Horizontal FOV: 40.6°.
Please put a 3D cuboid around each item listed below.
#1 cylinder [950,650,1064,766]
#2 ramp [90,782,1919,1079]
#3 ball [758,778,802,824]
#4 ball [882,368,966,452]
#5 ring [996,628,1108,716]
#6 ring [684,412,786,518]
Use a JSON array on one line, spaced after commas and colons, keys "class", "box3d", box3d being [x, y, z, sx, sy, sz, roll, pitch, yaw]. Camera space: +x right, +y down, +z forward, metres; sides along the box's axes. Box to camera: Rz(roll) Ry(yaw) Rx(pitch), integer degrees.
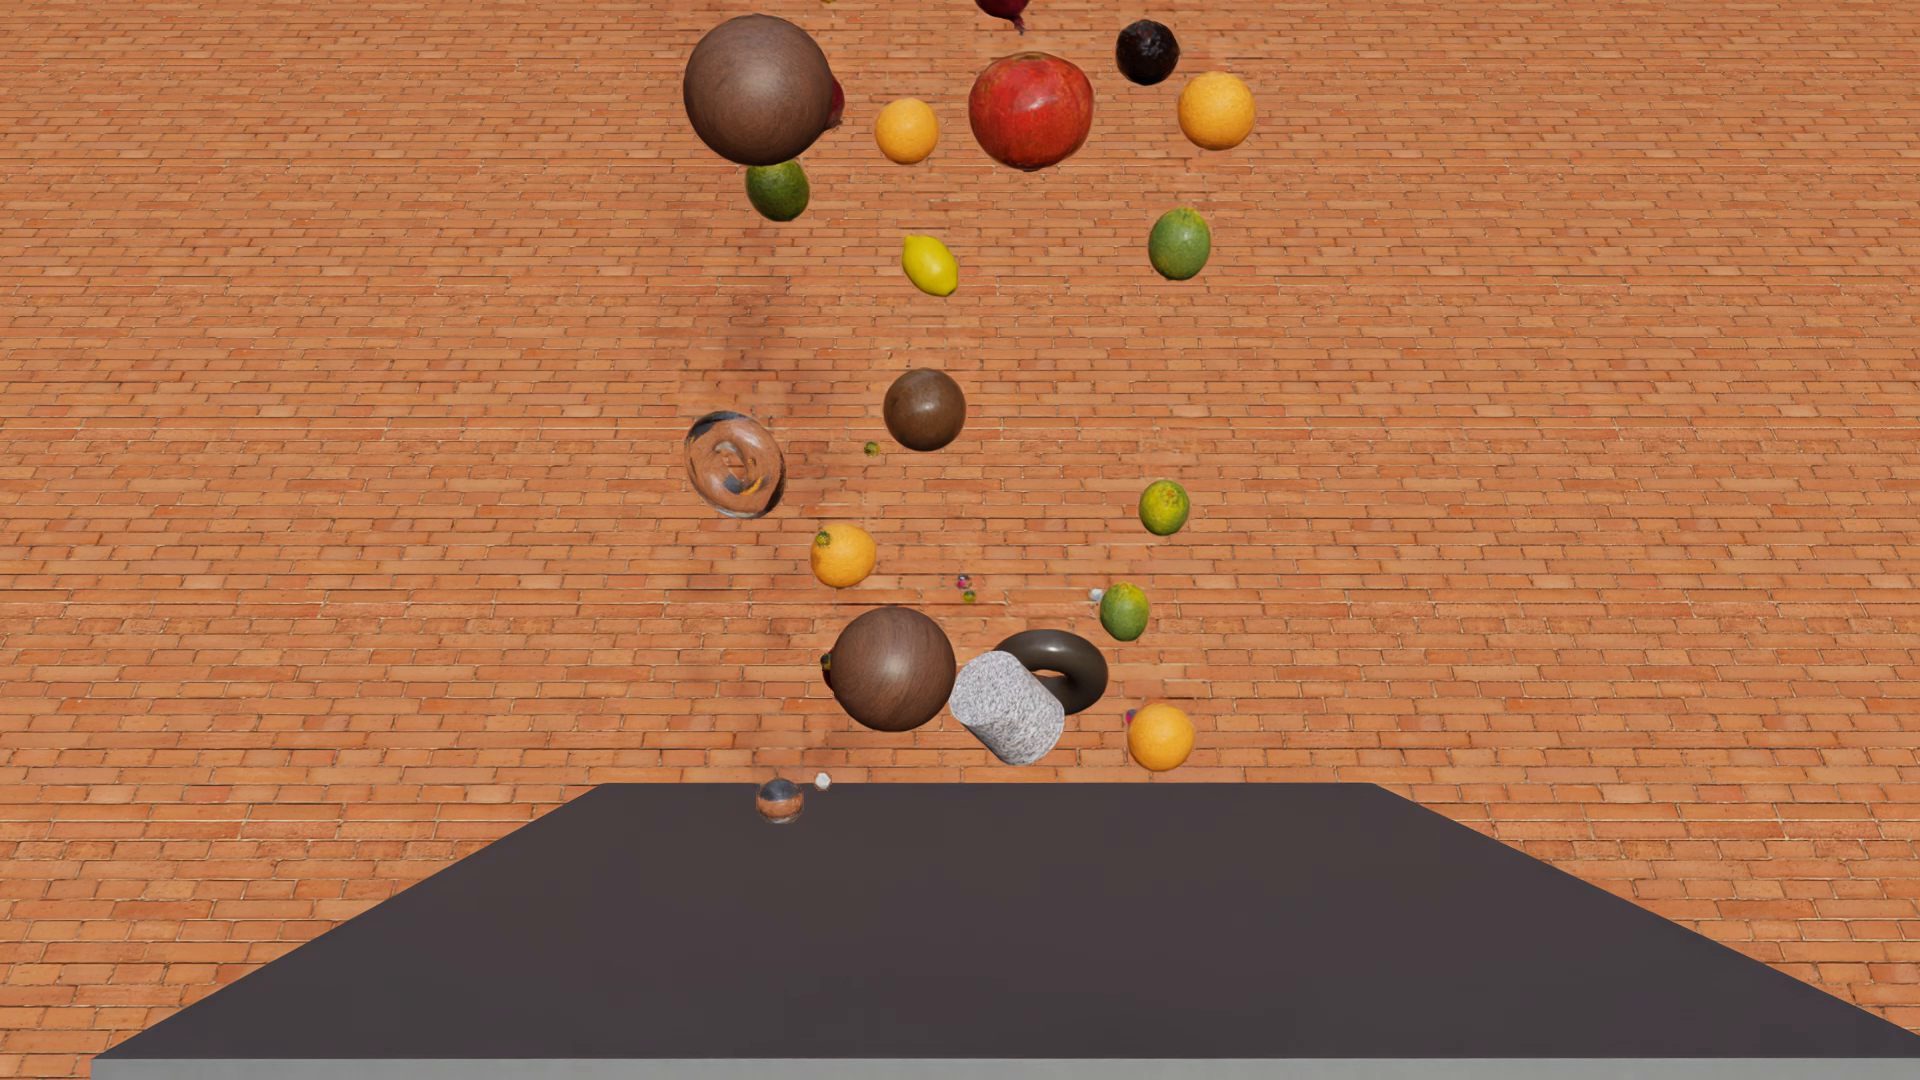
[{"class": "cylinder", "box3d": [0.052, 0.187, 2.875, 0.094, 0.094, 0.094, -20, 48, 24]}, {"class": "ramp", "box3d": [0.074, 0.642, 4.761, 2.000, 0.100, 4.000, 0, -1, 0]}, {"class": "ball", "box3d": [-0.209, 0.303, 3.013, 0.053, 0.053, 0.053, 0, 33, 0]}, {"class": "ball", "box3d": [-0.040, -0.148, 2.957, 0.096, 0.096, 0.096, 0, 33, 0]}, {"class": "ring", "box3d": [0.105, 0.160, 3.112, 0.148, 0.148, 0.049, 2, 52, 4]}, {"class": "ring", "box3d": [-0.215, -0.072, 2.479, 0.112, 0.112, 0.037, 19, 39, 26]}]
